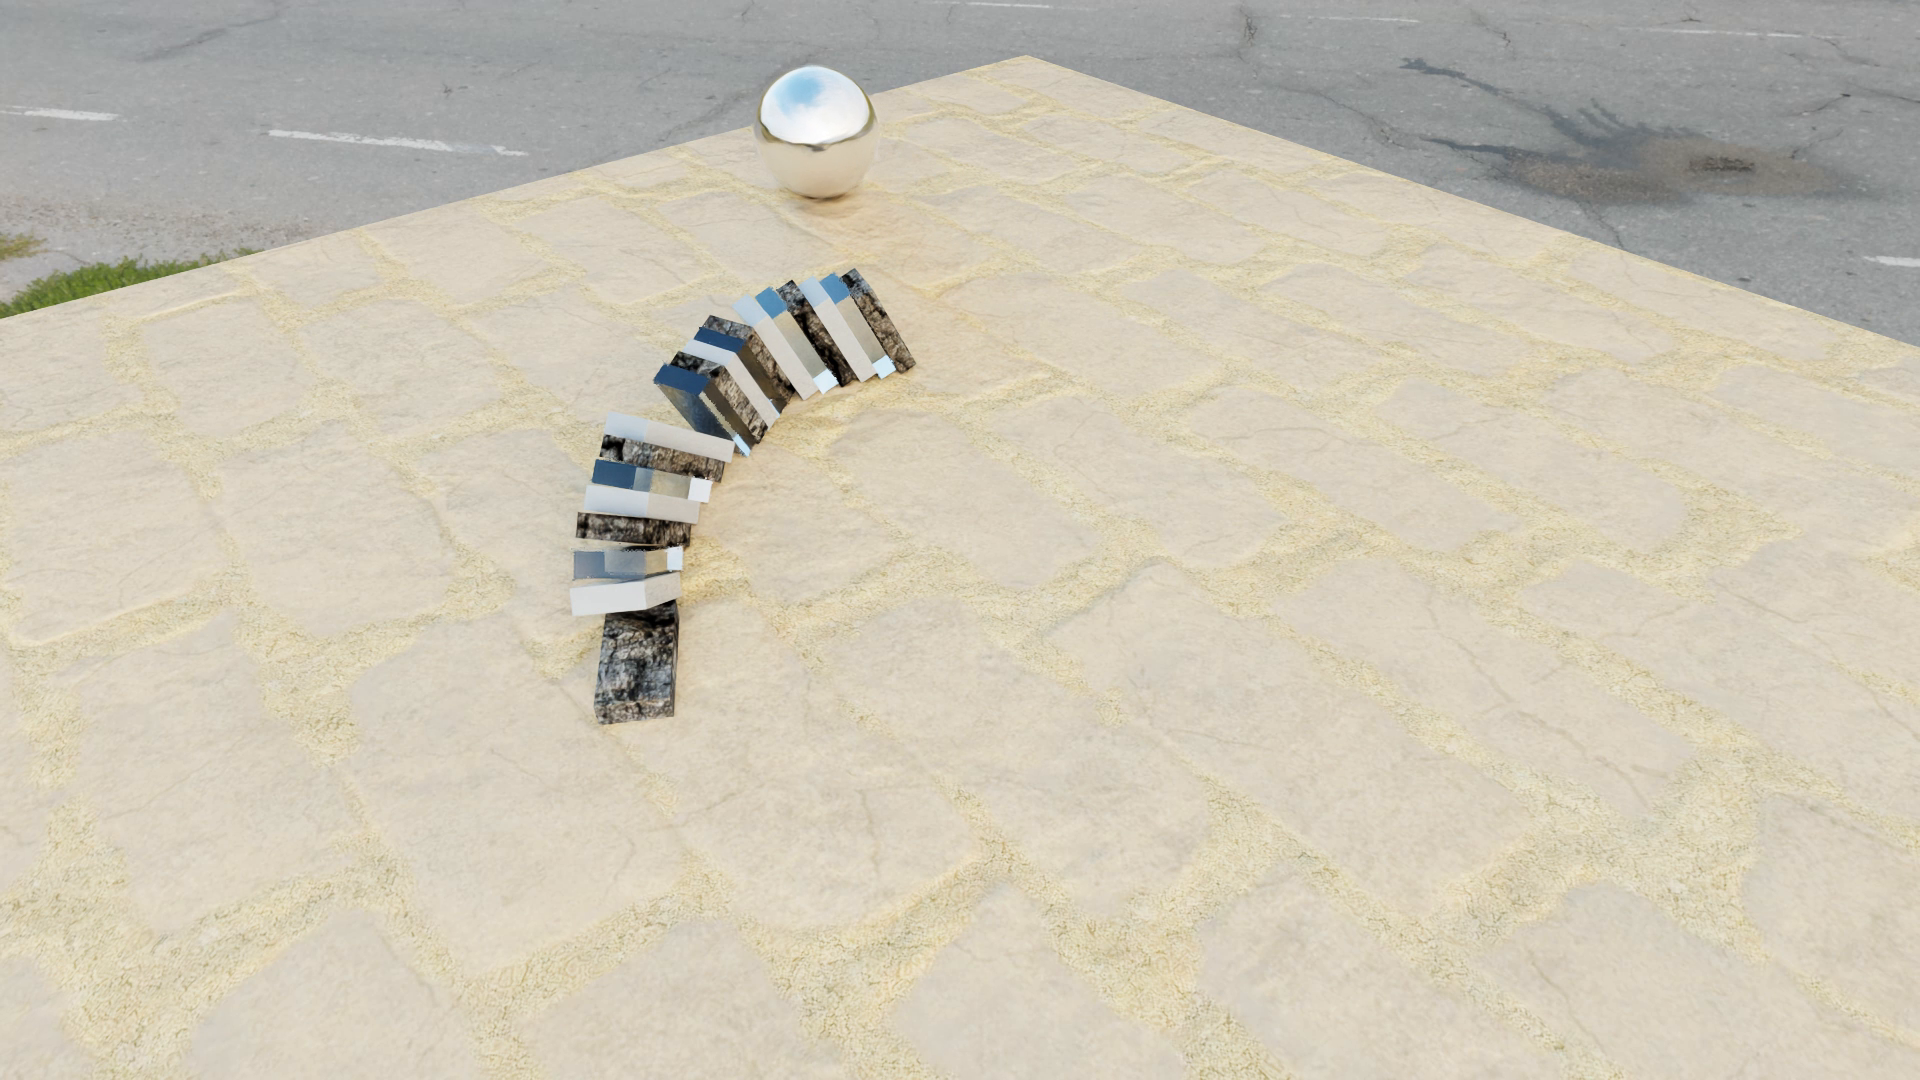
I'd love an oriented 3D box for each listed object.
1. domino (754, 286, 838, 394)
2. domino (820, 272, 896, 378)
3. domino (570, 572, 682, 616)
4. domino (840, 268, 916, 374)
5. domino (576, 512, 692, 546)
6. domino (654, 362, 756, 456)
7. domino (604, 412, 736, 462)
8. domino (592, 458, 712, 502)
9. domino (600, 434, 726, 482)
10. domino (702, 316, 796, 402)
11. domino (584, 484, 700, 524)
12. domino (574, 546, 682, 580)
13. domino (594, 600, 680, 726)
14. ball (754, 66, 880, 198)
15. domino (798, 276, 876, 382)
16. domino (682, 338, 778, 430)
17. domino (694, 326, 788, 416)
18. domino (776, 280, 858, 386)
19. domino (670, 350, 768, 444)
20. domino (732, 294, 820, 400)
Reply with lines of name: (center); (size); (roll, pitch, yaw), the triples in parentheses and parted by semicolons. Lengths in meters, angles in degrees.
domino: (-0.078, -0.096, 0.529); (0.010, 0.050, 0.025); (-36, 46, -2)
domino: (-0.050, -0.105, 0.540); (0.009, 0.050, 0.025); (-34, 45, -1)
domino: (-0.119, 0.019, 0.396); (0.025, 0.009, 0.050); (-5, 2, -1)
domino: (-0.040, -0.108, 0.544); (0.010, 0.050, 0.025); (-34, 45, -1)
domino: (-0.125, -0.004, 0.424); (0.025, 0.009, 0.050); (5, -1, 6)
domino: (-0.111, -0.056, 0.481); (0.025, 0.050, 0.010); (20, 71, 23)
domino: (-0.123, -0.044, 0.471); (0.025, 0.010, 0.050); (14, 1, 33)
domino: (-0.124, -0.024, 0.448); (0.025, 0.009, 0.050); (10, 0, 14)
domino: (-0.123, -0.034, 0.460); (0.025, 0.009, 0.050); (13, 1, 22)
domino: (-0.099, -0.083, 0.514); (0.025, 0.050, 0.010); (19, 70, 24)
domino: (-0.125, -0.014, 0.436); (0.025, 0.009, 0.050); (7, -1, 9)
domino: (-0.123, 0.008, 0.411); (0.025, 0.009, 0.050); (1, 2, 1)
domino: (-0.114, 0.043, 0.392); (0.025, 0.010, 0.050); (-6, 40, -7)
ball: (-0.092, -0.261, 0.707); (0.080, 0.080, 0.080); (0, 39, 0)
domino: (-0.060, -0.103, 0.537); (0.009, 0.050, 0.025); (-34, 45, -1)
domino: (-0.104, -0.069, 0.497); (0.025, 0.050, 0.009); (20, 71, 23)
domino: (-0.101, -0.076, 0.506); (0.025, 0.050, 0.009); (20, 71, 23)
domino: (-0.069, -0.100, 0.534); (0.009, 0.050, 0.025); (-34, 45, -1)
domino: (-0.107, -0.063, 0.489); (0.025, 0.050, 0.009); (20, 71, 23)
domino: (-0.087, -0.091, 0.523); (0.009, 0.050, 0.025); (-39, 48, -6)
